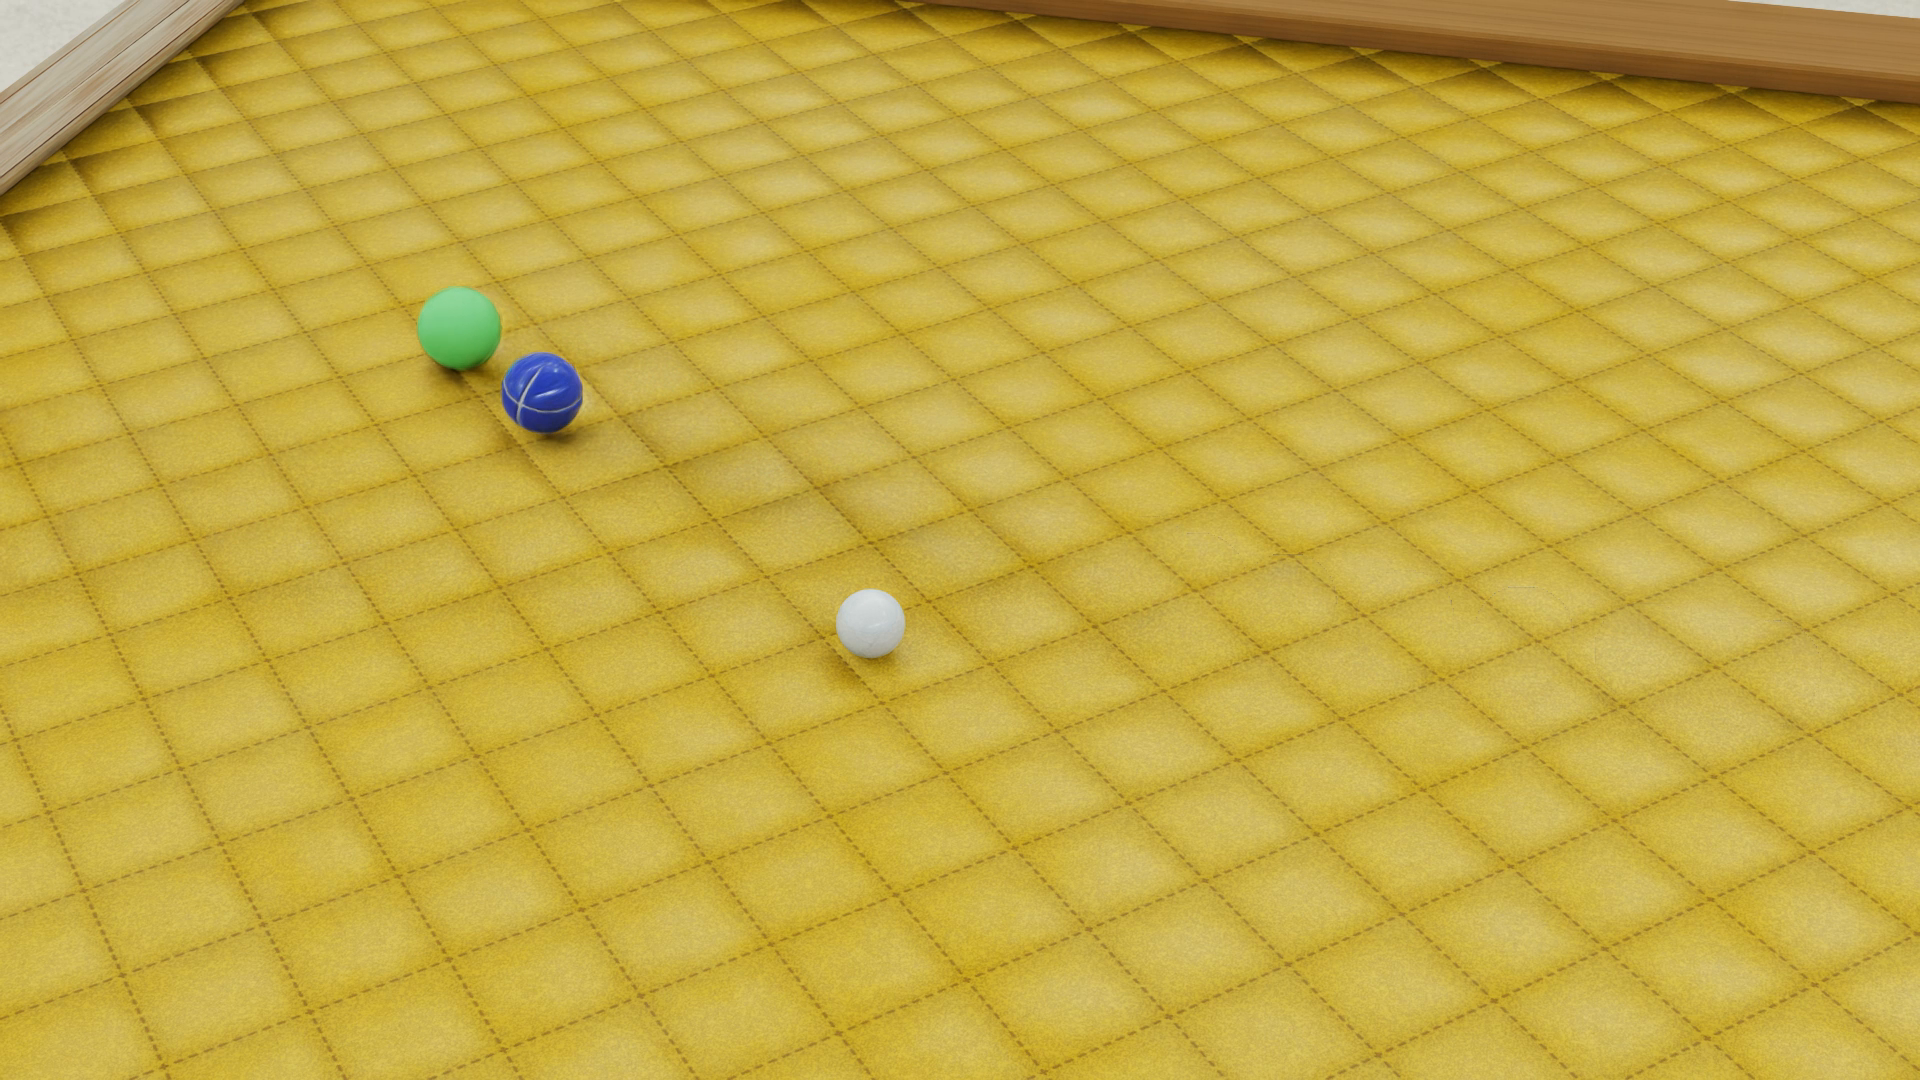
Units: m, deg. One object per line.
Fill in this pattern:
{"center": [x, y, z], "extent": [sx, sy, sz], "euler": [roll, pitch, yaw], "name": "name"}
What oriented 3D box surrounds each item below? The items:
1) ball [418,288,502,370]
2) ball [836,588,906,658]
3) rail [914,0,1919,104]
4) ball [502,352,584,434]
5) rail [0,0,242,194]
{"center": [-0.419, -0.177, 2.152], "extent": [0.069, 0.069, 0.069], "euler": [0, 34, 0], "name": "ball"}
{"center": [-0.063, 0.059, 1.823], "extent": [0.050, 0.050, 0.050], "euler": [0, 34, 0], "name": "ball"}
{"center": [1.260, -0.425, 2.494], "extent": [4.150, 0.089, 0.045], "euler": [8, 35, 12], "name": "rail"}
{"center": [-0.337, -0.118, 2.069], "extent": [0.065, 0.065, 0.065], "euler": [0, 34, 0], "name": "ball"}
{"center": [-0.981, -0.157, 2.104], "extent": [0.045, 0.089, 2.087], "euler": [8, 35, 12], "name": "rail"}
